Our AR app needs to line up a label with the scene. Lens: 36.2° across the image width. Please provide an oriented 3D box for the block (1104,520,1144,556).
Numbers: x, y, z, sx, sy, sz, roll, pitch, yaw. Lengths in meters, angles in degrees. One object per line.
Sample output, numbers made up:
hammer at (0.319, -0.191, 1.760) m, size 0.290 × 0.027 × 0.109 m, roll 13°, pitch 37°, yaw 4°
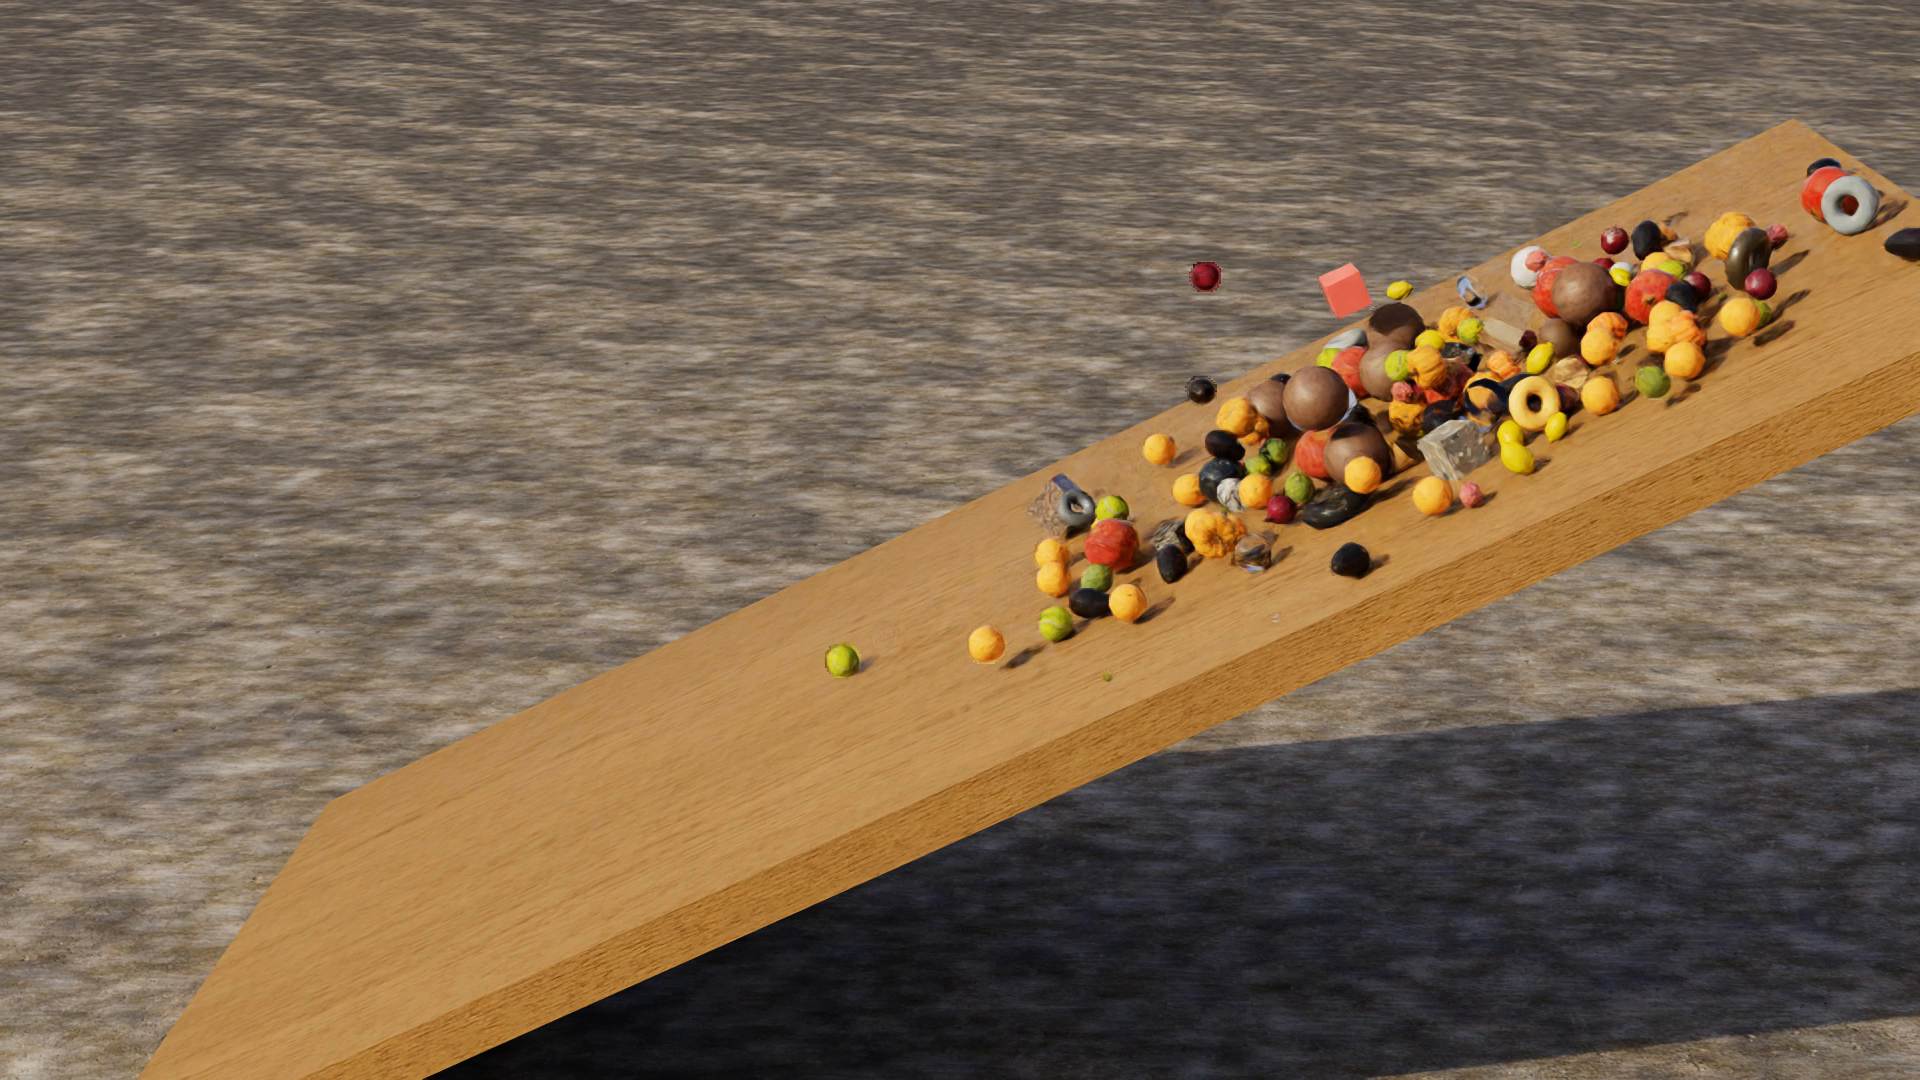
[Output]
block at (0.346, -0.003, 6.189) m, size 0.053 × 0.053 × 0.053 m, roll -31°, pitch 14°, yaw -15°

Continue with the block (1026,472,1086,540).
block at (0.220, -0.076, 6.515) m, size 0.094 × 0.094 × 0.094 m, roll 41°, pitch 20°, yaw 4°

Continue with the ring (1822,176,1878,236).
ring at (1.758, -0.660, 5.808) m, size 0.118 × 0.118 × 0.039 m, roll 15°, pitch 19°, yaw 40°

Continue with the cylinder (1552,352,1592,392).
cylinder at (1.178, -0.324, 5.663) m, size 0.063 × 0.063 × 0.063 m, roll 10°, pitch -7°, yaw 30°

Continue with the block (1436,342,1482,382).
block at (1.020, -0.364, 6.010) m, size 0.060 × 0.060 × 0.060 m, roll 31°, pitch 22°, yaw 30°

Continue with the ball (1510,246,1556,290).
ball at (1.275, -0.605, 6.550) m, size 0.098 × 0.098 × 0.098 m, roll 0°, pitch 16°, yaw 0°

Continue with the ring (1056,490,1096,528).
ring at (0.250, -0.066, 6.296) m, size 0.091 × 0.030 × 0.091 m, roll 9°, pitch 53°, yaw -13°

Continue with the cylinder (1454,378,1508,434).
cylinder at (1.014, -0.259, 5.726) m, size 0.088 × 0.088 × 0.088 m, roll -1°, pitch -14°, yaw -5°

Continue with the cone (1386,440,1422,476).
cone at (0.860, -0.149, 5.795) m, size 0.069 × 0.069 × 0.069 m, roll 34°, pitch 18°, yaw -13°

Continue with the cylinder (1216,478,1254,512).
cylinder at (0.568, -0.094, 6.075) m, size 0.062 × 0.062 × 0.062 m, roll -3°, pitch 11°, yaw -10°

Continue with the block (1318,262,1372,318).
block at (0.843, -0.546, 6.433) m, size 0.080 × 0.080 × 0.080 m, roll -25°, pitch 21°, yaw 4°

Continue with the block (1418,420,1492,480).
block at (0.943, -0.172, 5.607) m, size 0.084 × 0.084 × 0.084 m, roll -32°, pitch 14°, yaw -18°

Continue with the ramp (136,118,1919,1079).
ramp at (0.138, 0.168, 6.281) m, size 4.000 × 0.100 × 2.000 m, roll -25°, pitch 14°, yaw 10°

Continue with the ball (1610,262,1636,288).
ball at (1.402, -0.560, 6.225) m, size 0.060 × 0.060 × 0.060 m, roll 0°, pitch 16°, yaw 0°

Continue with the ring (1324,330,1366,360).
ring at (0.897, -0.457, 6.857) m, size 0.110 × 0.037 × 0.110 m, roll -27°, pitch 11°, yaw 6°

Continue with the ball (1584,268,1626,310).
ball at (1.342, -0.522, 6.120) m, size 0.088 × 0.088 × 0.088 m, roll 0°, pitch 16°, yaw 0°

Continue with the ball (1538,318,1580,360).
ball at (1.212, -0.407, 5.954) m, size 0.086 × 0.086 × 0.086 m, roll 0°, pitch 16°, yaw 0°

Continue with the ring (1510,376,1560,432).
ring at (1.090, -0.258, 5.580) m, size 0.105 × 0.105 × 0.035 m, roll -5°, pitch -2°, yaw -17°

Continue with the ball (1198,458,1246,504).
ball at (0.547, -0.124, 6.153) m, size 0.099 × 0.099 × 0.099 m, roll 0°, pitch 16°, yaw 0°

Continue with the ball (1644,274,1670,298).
ball at (1.433, -0.523, 6.046) m, size 0.050 × 0.050 × 0.050 m, roll 0°, pitch 16°, yaw 0°

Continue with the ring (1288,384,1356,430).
ring at (0.746, -0.273, 6.064) m, size 0.147 × 0.049 × 0.147 m, roll -18°, pitch 24°, yaw 8°

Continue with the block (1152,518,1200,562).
block at (0.439, 0.001, 5.980) m, size 0.060 × 0.060 × 0.060 m, roll -16°, pitch 17°, yaw 39°

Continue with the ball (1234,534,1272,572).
ball at (0.560, 0.026, 5.629) m, size 0.073 × 0.073 × 0.073 m, roll 0°, pitch 16°, yaw 0°

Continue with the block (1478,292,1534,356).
block at (1.132, -0.448, 6.096) m, size 0.079 × 0.079 × 0.079 m, roll 24°, pitch 49°, yaw 8°

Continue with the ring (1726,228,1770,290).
ring at (1.553, -0.553, 5.794) m, size 0.043 × 0.129 × 0.129 m, roll 22°, pitch 27°, yaw 39°

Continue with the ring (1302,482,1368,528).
ring at (0.730, -0.068, 5.713) m, size 0.139 × 0.046 × 0.139 m, roll -27°, pitch 14°, yaw 7°

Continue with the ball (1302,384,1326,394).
ball at (0.779, -0.297, 6.382) m, size 0.086 × 0.086 × 0.086 m, roll 0°, pitch 16°, yaw 0°

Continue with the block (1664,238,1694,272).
block at (1.507, -0.599, 6.165) m, size 0.051 × 0.051 × 0.051 m, roll -11°, pitch 18°, yaw 21°
